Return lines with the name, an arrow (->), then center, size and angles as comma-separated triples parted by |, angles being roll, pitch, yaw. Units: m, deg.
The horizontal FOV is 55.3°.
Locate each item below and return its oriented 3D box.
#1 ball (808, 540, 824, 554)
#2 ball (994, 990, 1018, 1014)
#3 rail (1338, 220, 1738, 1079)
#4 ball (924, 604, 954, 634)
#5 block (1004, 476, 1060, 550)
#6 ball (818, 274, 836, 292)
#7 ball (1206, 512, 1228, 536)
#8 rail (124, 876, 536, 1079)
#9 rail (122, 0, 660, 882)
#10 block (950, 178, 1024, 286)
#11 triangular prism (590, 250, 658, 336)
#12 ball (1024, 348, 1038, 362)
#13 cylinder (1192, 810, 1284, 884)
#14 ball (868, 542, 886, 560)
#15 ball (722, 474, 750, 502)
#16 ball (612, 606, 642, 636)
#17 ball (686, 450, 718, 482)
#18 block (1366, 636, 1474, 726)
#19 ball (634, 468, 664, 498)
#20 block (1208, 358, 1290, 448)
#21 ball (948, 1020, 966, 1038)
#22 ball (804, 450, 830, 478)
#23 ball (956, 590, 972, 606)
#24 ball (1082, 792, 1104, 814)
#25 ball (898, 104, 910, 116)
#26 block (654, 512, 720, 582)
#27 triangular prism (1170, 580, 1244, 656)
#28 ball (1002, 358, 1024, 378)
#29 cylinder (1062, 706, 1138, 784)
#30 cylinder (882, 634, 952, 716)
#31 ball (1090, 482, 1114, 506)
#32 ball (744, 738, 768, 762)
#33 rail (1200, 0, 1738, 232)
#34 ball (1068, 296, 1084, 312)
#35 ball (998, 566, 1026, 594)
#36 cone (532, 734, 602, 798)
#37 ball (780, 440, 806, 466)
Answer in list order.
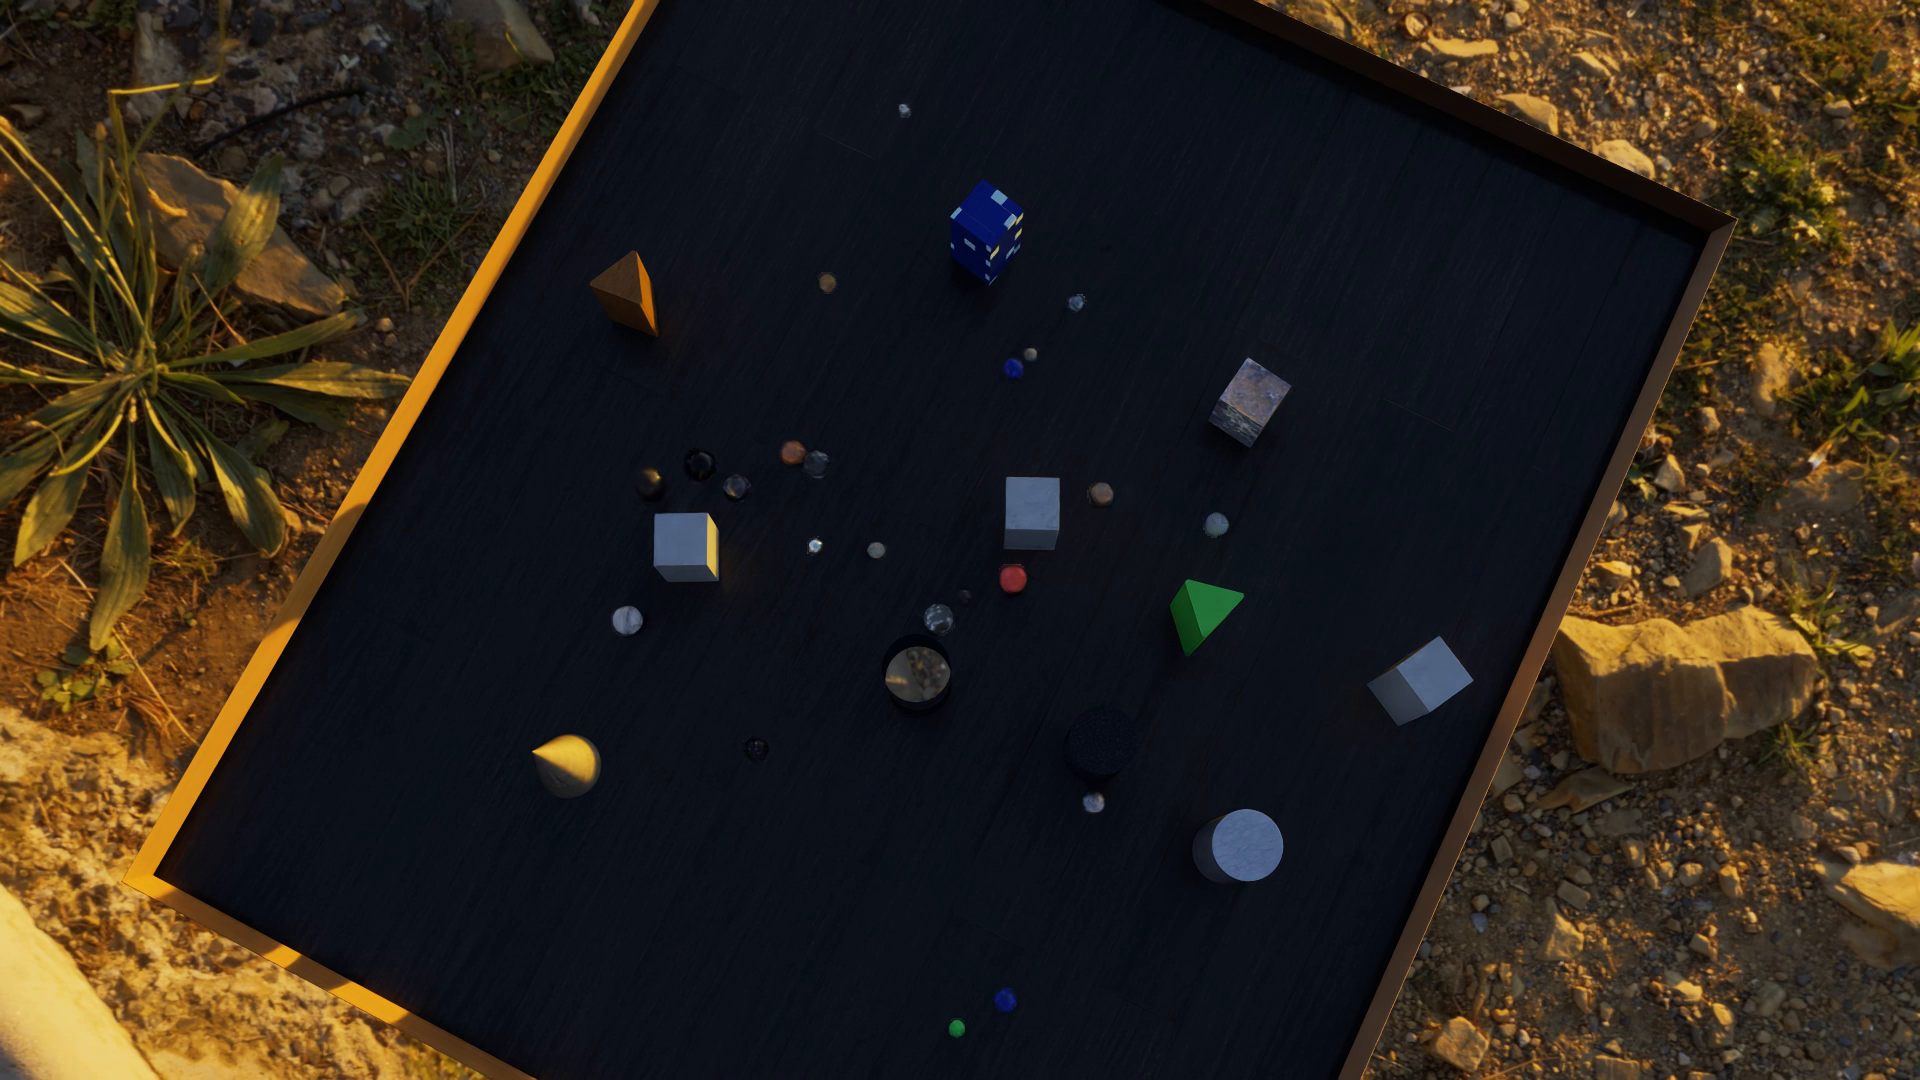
ball -> -0.440, 0.020, 5.589 | 0.046, 0.046, 0.046 | 0, 78, 0
ball -> 0.131, 1.335, 5.306 | 0.068, 0.068, 0.068 | 0, 78, 0
rail -> 1.509, 0.746, 5.397 | 0.045, 0.126, 3.975 | 26, 80, 5
ball -> -0.064, 0.237, 5.521 | 0.092, 0.092, 0.092 | 0, 78, 0
block -> 0.211, -0.077, 5.481 | 0.156, 0.297, 0.156 | 1, 78, 0
ball -> -0.416, -0.807, 5.755 | 0.055, 0.055, 0.055 | 0, 78, 0
ball -> 0.784, -0.048, 5.590 | 0.072, 0.072, 0.072 | 0, 78, 0
rail -> -0.878, 1.727, 5.194 | 3.422, 0.126, 0.045 | 26, 80, 5
rail -> -1.509, -0.732, 5.703 | 0.045, 0.126, 3.975 | 26, 80, 5
block -> 0.080, -0.944, 5.641 | 0.156, 0.335, 0.156 | 38, 81, 7
triangular prism -> -0.998, -0.767, 5.615 | 0.168, 0.313, 0.146 | 21, 79, 4
ball -> 0.221, -0.579, 5.714 | 0.044, 0.044, 0.044 | 0, 78, 0
cylinder -> 0.785, 0.877, 5.213 | 0.194, 0.434, 0.194 | 0, 78, 0
ball -> -0.254, 0.032, 5.583 | 0.053, 0.053, 0.053 | 0, 78, 0
ball -> -0.683, -0.158, 5.606 | 0.085, 0.085, 0.085 | 0, 78, 0
ball -> -1.001, 0.241, 5.521 | 0.090, 0.090, 0.090 | 0, 78, 0
ball -> -0.793, -0.228, 5.614 | 0.097, 0.097, 0.097 | 0, 78, 0
block -> 1.334, 0.415, 5.335 | 0.156, 0.382, 0.156 | -34, 80, -7
ball -> -0.950, -0.173, 5.605 | 0.092, 0.092, 0.092 | 0, 78, 0
block -> 0.879, -0.415, 5.575 | 0.156, 0.250, 0.156 | 34, 80, 7
ball -> -0.008, 1.414, 5.299 | 0.049, 0.049, 0.049 | 0, 78, 0
ball -> -0.439, -0.231, 5.621 | 0.085, 0.085, 0.085 | 0, 78, 0
ball -> 0.014, 0.176, 5.554 | 0.051, 0.051, 0.051 | 0, 78, 0
ball -> 0.396, 0.776, 5.423 | 0.065, 0.065, 0.065 | 0, 78, 0
ball -> -0.180, -1.380, 5.881 | 0.041, 0.041, 0.041 | 0, 78, 0
block -> -0.815, 0.024, 5.477 | 0.156, 0.264, 0.156 | -1, 78, 0
triangular prism -> 0.692, 0.204, 5.372 | 0.146, 0.395, 0.168 | 44, 82, 8
ball -> 0.165, -0.533, 5.694 | 0.064, 0.064, 0.064 | 0, 78, 0
cylinder -> 0.404, 0.596, 5.322 | 0.194, 0.336, 0.194 | 0, 78, 0
cylinder -> -0.123, 0.398, 5.347 | 0.194, 0.366, 0.194 | 0, 78, 0
ball -> 0.435, -0.139, 5.607 | 0.075, 0.075, 0.075 | 0, 78, 0
ball -> -0.606, 0.624, 5.450 | 0.073, 0.073, 0.073 | 0, 78, 0
rail -> 0.878, -1.713, 5.906 | 3.422, 0.126, 0.045 | 26, 80, 5
ball -> 0.364, -0.741, 5.744 | 0.050, 0.050, 0.050 | 0, 78, 0
ball -> 0.160, 0.119, 5.548 | 0.086, 0.086, 0.086 | 0, 78, 0
cone -> -1.169, 0.626, 5.240 | 0.194, 0.485, 0.194 | 0, 78, 0
ball -> -0.512, -0.268, 5.632 | 0.079, 0.079, 0.079 | 0, 78, 0
